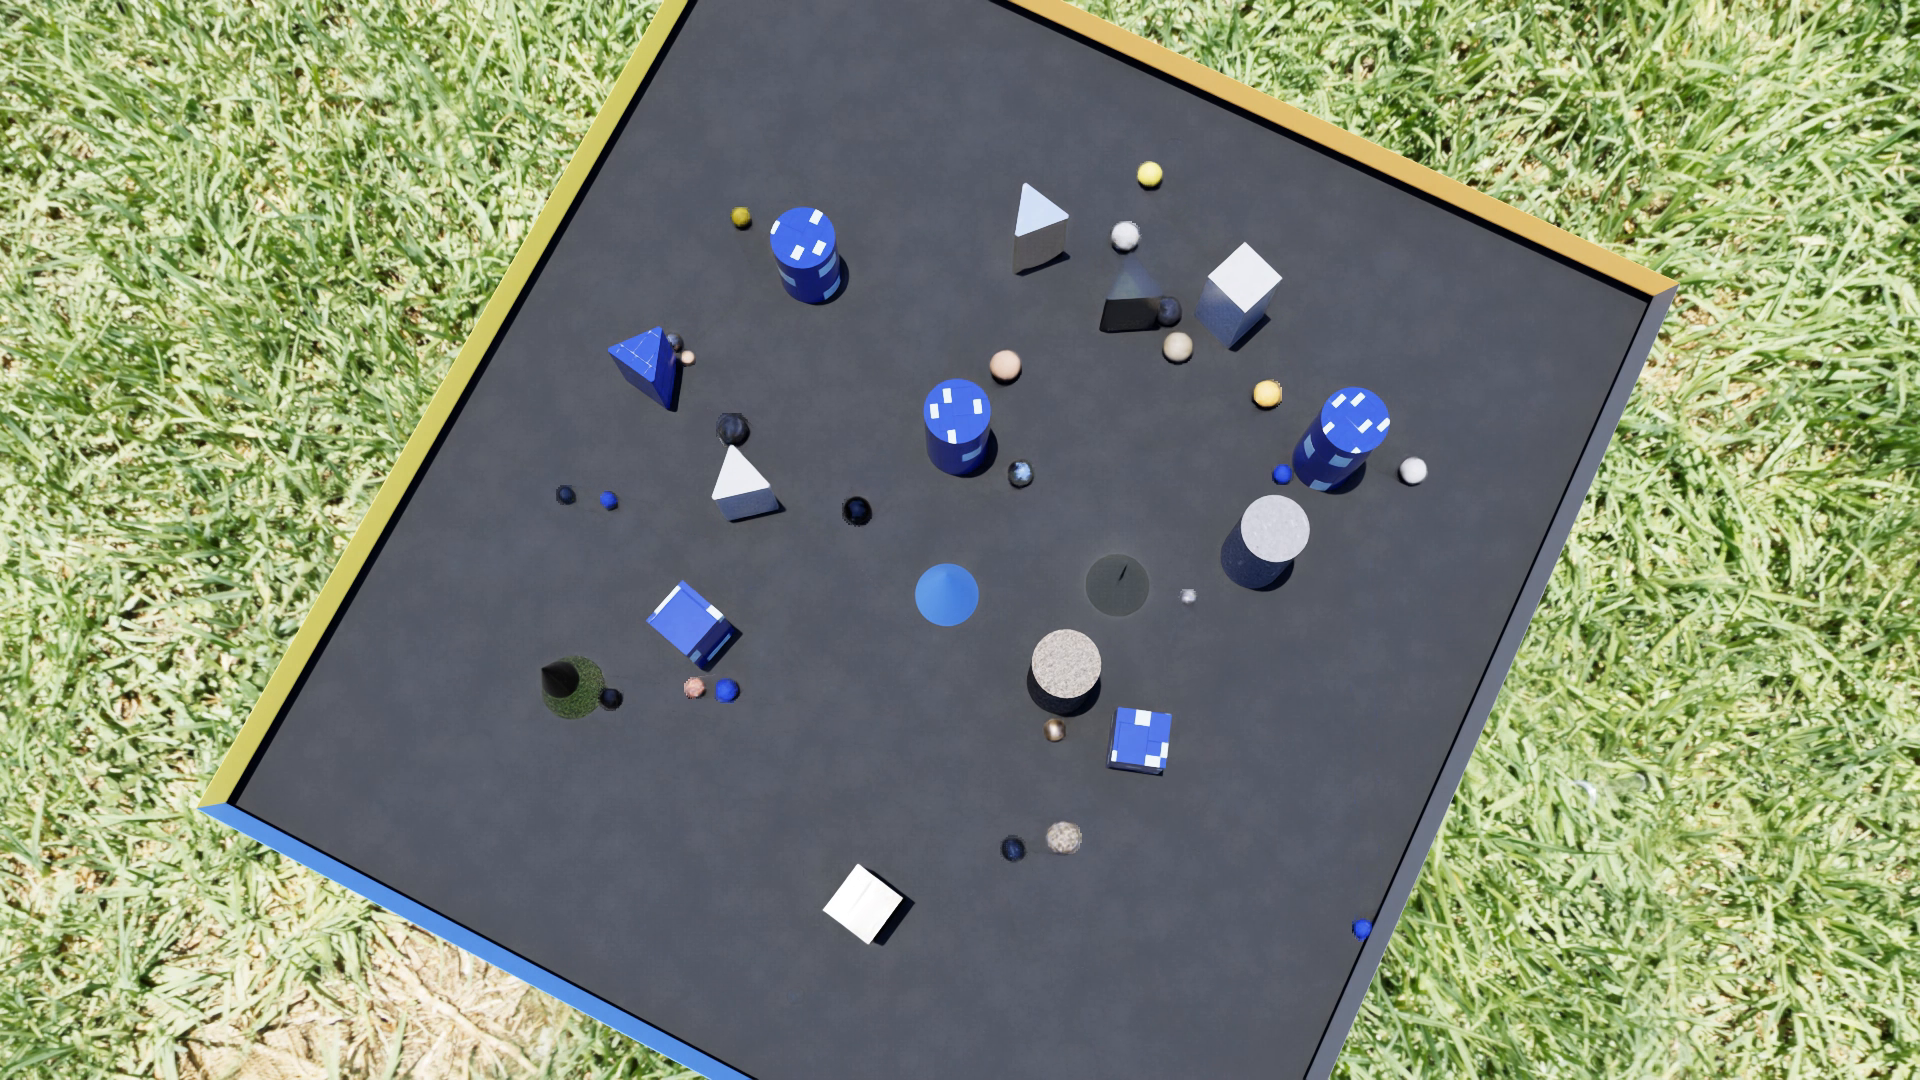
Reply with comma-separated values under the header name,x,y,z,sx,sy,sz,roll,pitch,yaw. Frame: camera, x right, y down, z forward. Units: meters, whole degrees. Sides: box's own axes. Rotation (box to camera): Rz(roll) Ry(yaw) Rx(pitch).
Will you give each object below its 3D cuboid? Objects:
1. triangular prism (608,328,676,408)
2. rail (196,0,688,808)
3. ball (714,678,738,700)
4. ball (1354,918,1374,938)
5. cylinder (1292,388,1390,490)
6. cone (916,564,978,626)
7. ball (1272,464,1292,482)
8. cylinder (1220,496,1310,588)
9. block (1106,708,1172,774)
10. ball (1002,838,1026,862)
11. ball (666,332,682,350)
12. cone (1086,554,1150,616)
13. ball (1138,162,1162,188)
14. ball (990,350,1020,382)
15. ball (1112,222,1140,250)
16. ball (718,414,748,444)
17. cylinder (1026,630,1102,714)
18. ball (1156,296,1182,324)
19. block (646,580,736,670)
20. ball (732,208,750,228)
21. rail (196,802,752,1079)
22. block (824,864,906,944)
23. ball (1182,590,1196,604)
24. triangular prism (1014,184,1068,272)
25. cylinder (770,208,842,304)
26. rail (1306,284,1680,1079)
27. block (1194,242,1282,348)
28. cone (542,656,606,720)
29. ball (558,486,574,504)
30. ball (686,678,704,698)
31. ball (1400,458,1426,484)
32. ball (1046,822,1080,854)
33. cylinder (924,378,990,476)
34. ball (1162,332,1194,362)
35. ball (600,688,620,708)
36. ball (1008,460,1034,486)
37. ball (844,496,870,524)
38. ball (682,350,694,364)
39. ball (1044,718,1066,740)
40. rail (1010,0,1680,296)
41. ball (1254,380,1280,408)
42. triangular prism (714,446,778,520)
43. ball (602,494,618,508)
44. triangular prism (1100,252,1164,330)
name,x,y,z,sx,sy,sz,roll,pitch,yaw
triangular prism,-0.931,-0.543,5.573,0.168,0.304,0.146,35,80,7
rail,-1.436,-0.696,5.695,0.045,0.126,3.425,26,80,5
ball,-0.700,0.447,5.489,0.069,0.069,0.069,0,78,0
ball,1.178,1.136,5.352,0.057,0.057,0.057,0,78,0
cylinder,1.123,-0.294,5.437,0.194,0.470,0.194,0,78,0
cone,-0.040,0.130,5.404,0.194,0.364,0.194,0,78,0
ball,0.991,-0.204,5.629,0.058,0.058,0.058,0,78,0
cylinder,0.893,0.010,5.399,0.194,0.422,0.194,0,78,0
block,0.521,0.591,5.374,0.155,0.235,0.155,8,78,2
ball,0.156,0.910,5.392,0.071,0.071,0.071,0,78,0
ball,-0.896,-0.619,5.715,0.059,0.059,0.059,0,78,0
cone,0.480,0.103,5.417,0.194,0.349,0.194,0,78,0
ball,0.604,-1.159,5.816,0.079,0.079,0.079,0,78,0
ball,0.140,-0.539,5.679,0.097,0.097,0.097,0,78,0
ball,0.520,-0.955,5.769,0.088,0.088,0.088,0,78,0
ball,-0.701,-0.343,5.641,0.092,0.092,0.092,0,78,0
cylinder,0.298,0.387,5.331,0.194,0.402,0.194,0,78,0
ball,0.650,-0.717,5.720,0.088,0.088,0.088,0,78,0
block,-0.790,0.254,5.405,0.155,0.311,0.155,40,81,8
ball,-0.691,-1.019,5.797,0.059,0.059,0.059,0,78,0
rail,-0.755,1.486,5.244,3.258,0.126,0.045,26,80,5
block,-0.267,1.038,5.220,0.155,0.356,0.155,36,81,7
ball,0.693,0.174,5.559,0.043,0.043,0.043,0,78,0
triangular prism,0.220,-0.972,5.651,0.168,0.326,0.146,-21,79,-4
cylinder,-0.471,-0.873,5.637,0.194,0.314,0.194,0,78,0
rail,1.436,0.710,5.404,0.045,0.126,3.425,26,80,5
block,0.842,-0.740,5.587,0.155,0.357,0.155,-43,81,-8
cone,-1.166,0.401,5.313,0.194,0.432,0.194,0,78,0
ball,-1.208,-0.138,5.619,0.051,0.051,0.051,0,78,0
ball,-0.793,0.444,5.497,0.055,0.055,0.055,0,78,0
ball,1.389,-0.213,5.619,0.082,0.082,0.082,0,78,0
ball,0.302,0.875,5.387,0.096,0.096,0.096,0,78,0
cylinder,-0.008,-0.334,5.489,0.194,0.385,0.194,0,78,0
ball,0.677,-0.601,5.693,0.094,0.094,0.094,0,78,0
ball,-1.047,0.473,5.487,0.061,0.061,0.061,0,78,0
ball,0.186,-0.206,5.618,0.081,0.081,0.081,0,78,0
ball,-0.314,-0.091,5.593,0.083,0.083,0.083,0,78,0
ball,-0.848,-0.569,5.713,0.042,0.042,0.042,0,78,0
ball,0.284,0.566,5.466,0.066,0.066,0.066,0,78,0
rail,0.755,-1.472,5.856,3.258,0.126,0.045,26,80,5
ball,0.949,-0.451,5.667,0.083,0.083,0.083,0,78,0
triangular prism,-0.655,-0.179,5.503,0.168,0.294,0.146,-13,79,-3
ball,-1.075,-0.119,5.617,0.048,0.048,0.048,0,78,0
triangular prism,0.517,-0.766,5.624,0.168,0.296,0.146,-4,78,-1
